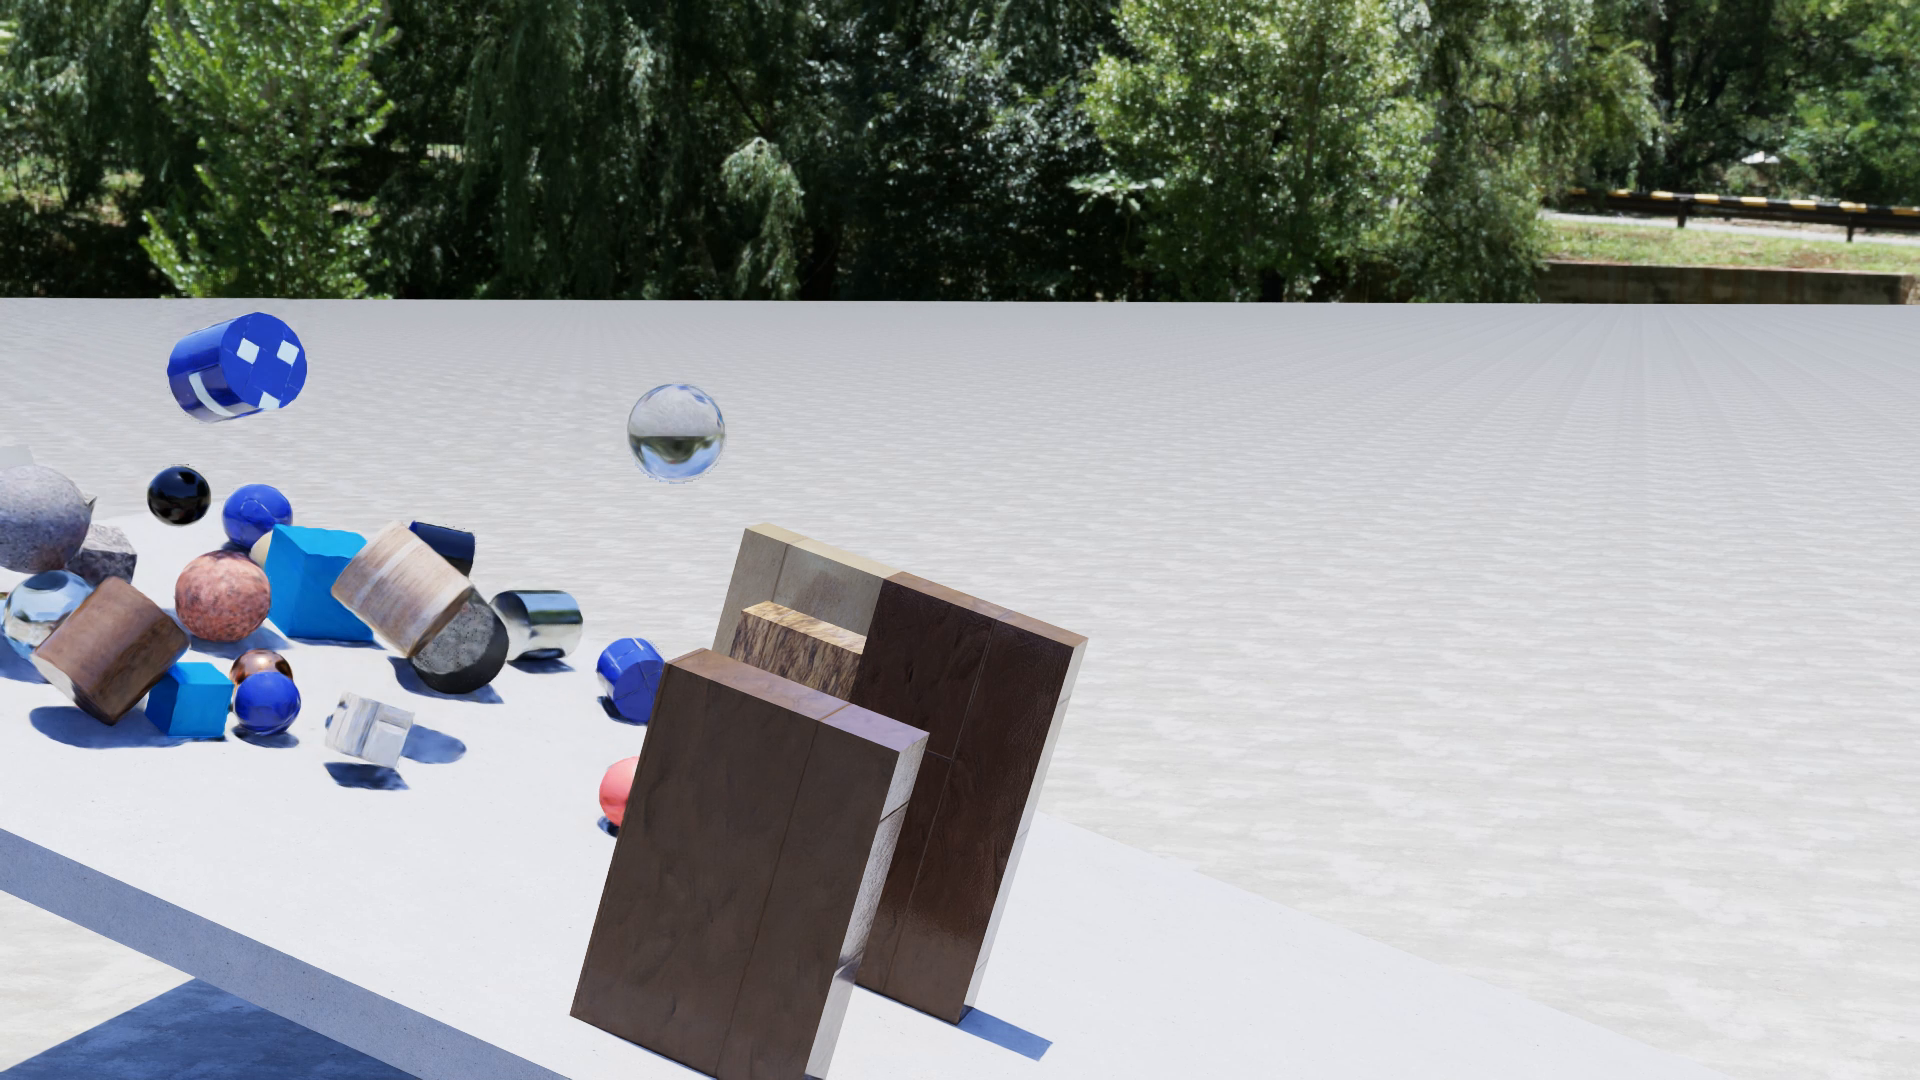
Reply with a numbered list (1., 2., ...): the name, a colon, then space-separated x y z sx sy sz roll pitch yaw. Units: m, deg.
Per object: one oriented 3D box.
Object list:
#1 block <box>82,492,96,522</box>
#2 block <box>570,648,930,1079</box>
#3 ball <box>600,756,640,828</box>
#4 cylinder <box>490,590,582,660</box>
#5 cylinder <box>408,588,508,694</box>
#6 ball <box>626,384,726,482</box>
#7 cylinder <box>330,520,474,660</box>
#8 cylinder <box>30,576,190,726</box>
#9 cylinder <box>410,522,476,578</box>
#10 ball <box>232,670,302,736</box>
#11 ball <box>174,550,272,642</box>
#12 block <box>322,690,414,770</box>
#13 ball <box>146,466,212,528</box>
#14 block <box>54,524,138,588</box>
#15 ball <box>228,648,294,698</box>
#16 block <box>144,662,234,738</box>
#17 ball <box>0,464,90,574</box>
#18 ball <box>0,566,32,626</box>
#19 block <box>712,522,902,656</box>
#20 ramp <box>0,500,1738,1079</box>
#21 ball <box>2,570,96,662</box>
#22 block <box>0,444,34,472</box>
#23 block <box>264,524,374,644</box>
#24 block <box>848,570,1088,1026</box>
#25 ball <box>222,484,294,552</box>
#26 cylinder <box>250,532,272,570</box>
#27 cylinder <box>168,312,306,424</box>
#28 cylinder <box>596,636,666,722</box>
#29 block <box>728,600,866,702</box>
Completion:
1. block: -1.984 -0.025 4.768 0.154 0.154 0.154 15 12 -12
2. block: -0.330 0.520 3.408 0.392 0.597 0.141 19 12 14
3. ball: -0.627 0.492 4.262 0.144 0.144 0.144 0 7 0
4. cylinder: -0.990 0.198 5.100 0.160 0.160 0.160 5 2 37
5. cylinder: -1.114 0.200 4.788 0.210 0.210 0.210 -4 20 -27
6. ball: -0.577 -0.219 4.471 0.200 0.200 0.200 0 7 0
7. cylinder: -1.103 0.099 4.355 0.197 0.197 0.197 41 8 -1
8. cylinder: -1.547 0.203 4.008 0.195 0.195 0.195 7 51 47
9. cylinder: -1.120 0.033 4.712 0.125 0.125 0.125 13 0 -27
10. ball: -1.321 0.311 4.191 0.125 0.125 0.125 0 7 0
11. ball: -1.545 0.118 4.611 0.195 0.195 0.195 0 7 0
12. block: -1.113 0.357 4.138 0.110 0.110 0.110 23 -10 -31
13. ball: -1.652 -0.091 4.653 0.130 0.130 0.130 0 7 0
14. block: -1.810 0.073 4.504 0.174 0.174 0.174 8 14 -36
15. ball: -1.367 0.274 4.300 0.123 0.123 0.123 0 7 0
16. block: -1.443 0.299 4.120 0.107 0.107 0.107 5 16 -45
17. ball: -1.764 -0.039 4.173 0.207 0.207 0.207 0 7 0
18. ball: -1.903 0.076 4.316 0.191 0.191 0.191 0 7 0
19. block: -0.341 0.268 4.805 0.385 0.508 0.122 19 12 14
20. ramp: -0.367 0.705 4.233 4.000 0.100 2.000 19 12 14
21. ball: -1.735 0.151 4.214 0.185 0.185 0.185 0 7 0
22. block: -1.887 -0.102 4.334 0.117 0.117 0.117 -11 -24 -30
23. block: -1.416 0.098 4.887 0.195 0.195 0.195 7 15 -40
24. block: -0.053 0.450 3.848 0.353 0.708 0.103 19 12 14
25. ball: -1.689 -0.052 5.287 0.166 0.166 0.166 0 7 0
26. cylinder: -1.545 0.059 5.056 0.129 0.129 0.129 -6 24 -43
27. cylinder: -1.526 -0.361 4.642 0.204 0.204 0.204 -9 0 40
28. cylinder: -0.727 0.314 4.947 0.149 0.149 0.149 -3 19 -24
29. block: -0.264 0.418 4.324 0.449 0.461 0.133 19 12 14
